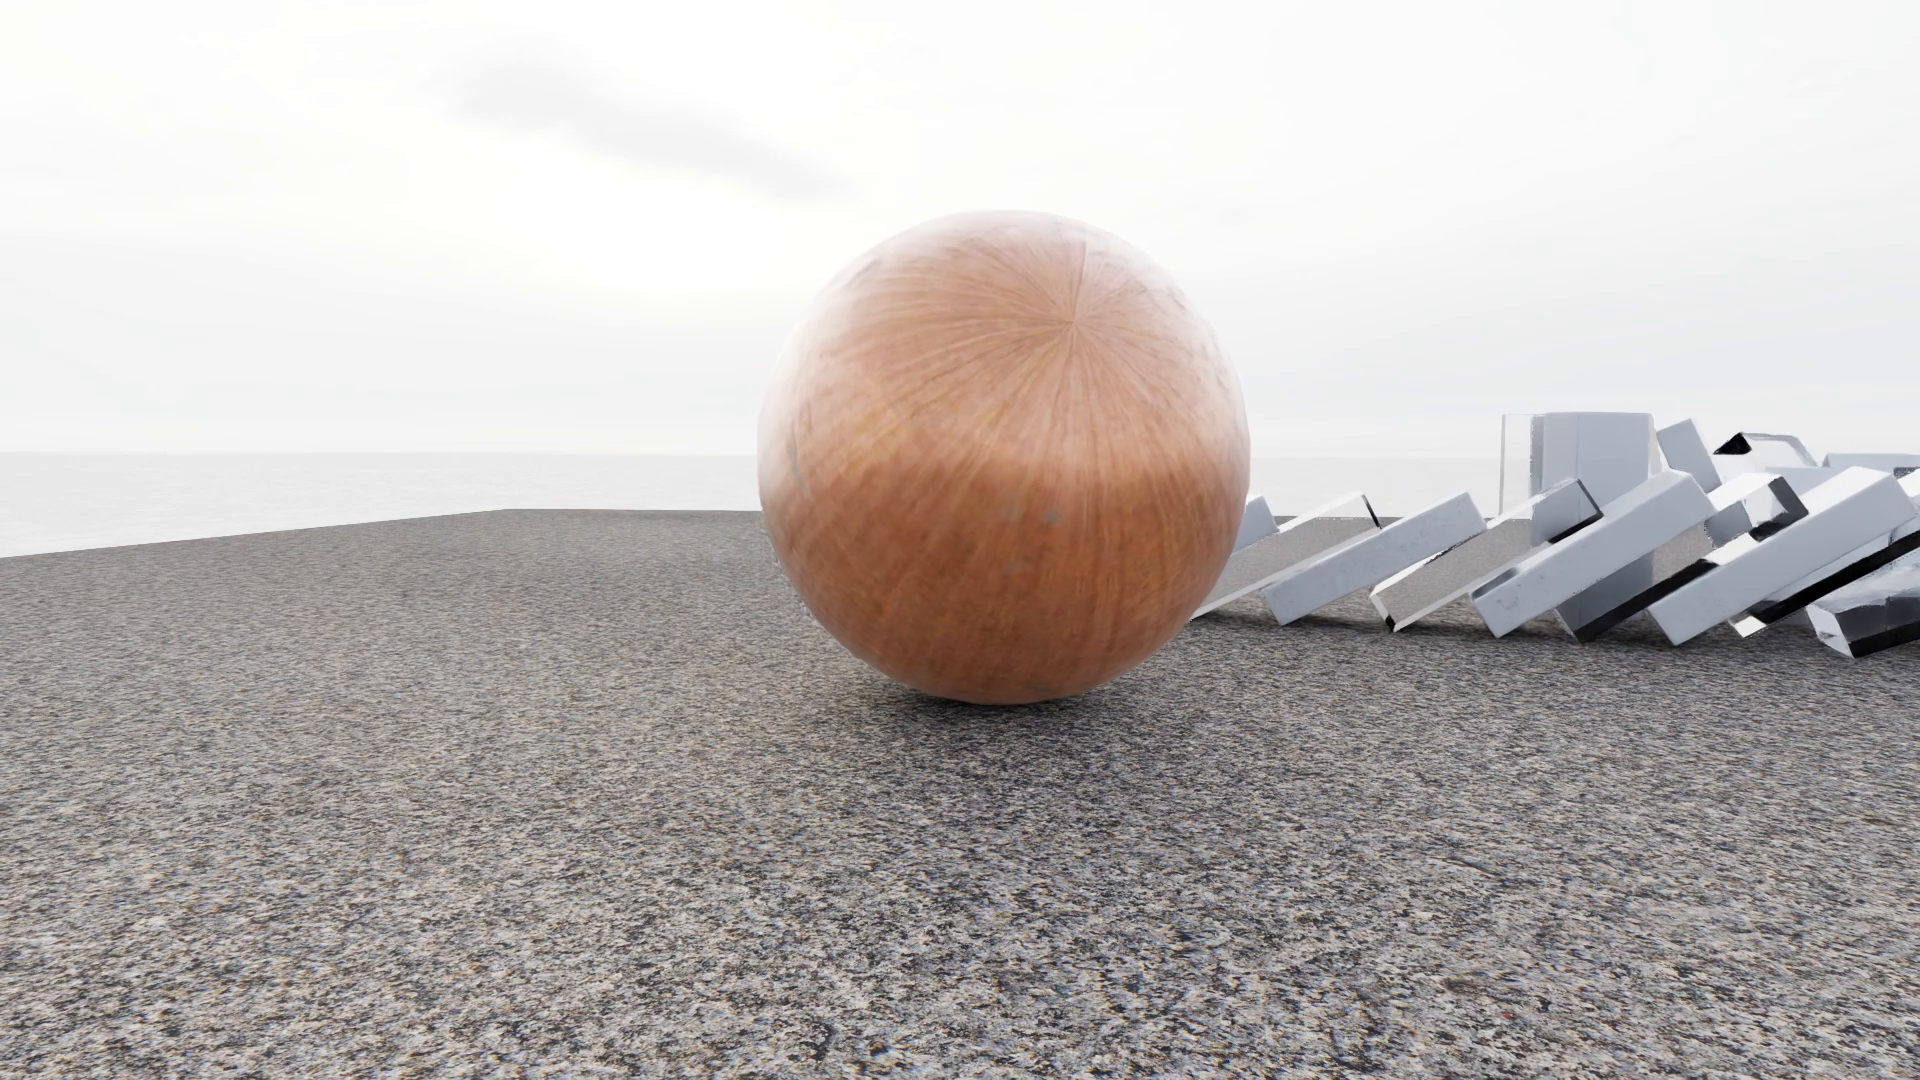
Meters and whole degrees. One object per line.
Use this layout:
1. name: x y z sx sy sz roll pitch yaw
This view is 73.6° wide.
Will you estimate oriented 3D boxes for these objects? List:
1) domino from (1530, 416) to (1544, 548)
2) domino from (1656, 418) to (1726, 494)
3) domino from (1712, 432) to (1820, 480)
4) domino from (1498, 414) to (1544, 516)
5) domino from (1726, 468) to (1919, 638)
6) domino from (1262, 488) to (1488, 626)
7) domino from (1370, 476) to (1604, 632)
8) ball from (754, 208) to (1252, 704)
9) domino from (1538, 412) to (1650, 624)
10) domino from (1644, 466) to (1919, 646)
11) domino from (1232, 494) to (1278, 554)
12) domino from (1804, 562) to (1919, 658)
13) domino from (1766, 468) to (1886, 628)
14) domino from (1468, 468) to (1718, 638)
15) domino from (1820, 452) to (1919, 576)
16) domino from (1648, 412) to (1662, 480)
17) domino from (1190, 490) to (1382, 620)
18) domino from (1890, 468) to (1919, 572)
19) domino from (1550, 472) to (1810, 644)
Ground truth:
1. domino: 0.169 -0.009 0.348 0.009 0.050 0.025 -6 7 -36
2. domino: 0.206 -0.008 0.349 0.010 0.050 0.025 -26 -11 32
3. domino: 0.225 -0.006 0.340 0.025 0.050 0.010 1 -36 -26
4. domino: 0.153 -0.007 0.331 0.025 0.050 0.010 3 5 32
5. domino: 0.191 0.002 0.280 0.050 0.010 0.025 -36 -9 23
6. domino: 0.098 0.004 0.302 0.050 0.010 0.025 -29 -7 21
7. domino: 0.119 0.003 0.292 0.050 0.009 0.025 -34 -8 20
8. ball: 0.007 -0.013 0.211 0.080 0.080 0.080 0 4 0
9. domino: 0.152 -0.006 0.308 0.025 0.050 0.009 -2 5 -26
10. domino: 0.169 0.003 0.269 0.050 0.009 0.025 -35 -6 21
11. domino: 0.051 0.003 0.321 0.050 0.010 0.025 -26 7 -4
12. domino: 0.201 0.009 0.257 0.050 0.010 0.025 -24 -4 21
13. domino: 0.207 0.001 0.310 0.025 0.010 0.050 3 40 37
14. domino: 0.138 0.003 0.283 0.050 0.009 0.025 -35 -6 19
15. domino: 0.235 -0.002 0.320 0.025 0.009 0.050 2 45 16
16. domino: 0.188 -0.010 0.356 0.010 0.050 0.025 -10 1 18
17. domino: 0.076 0.004 0.313 0.050 0.010 0.025 -27 -2 13
18. domino: 0.232 0.002 0.298 0.025 0.009 0.050 3 41 34
19. domino: 0.153 0.004 0.278 0.050 0.009 0.025 -35 -6 16
